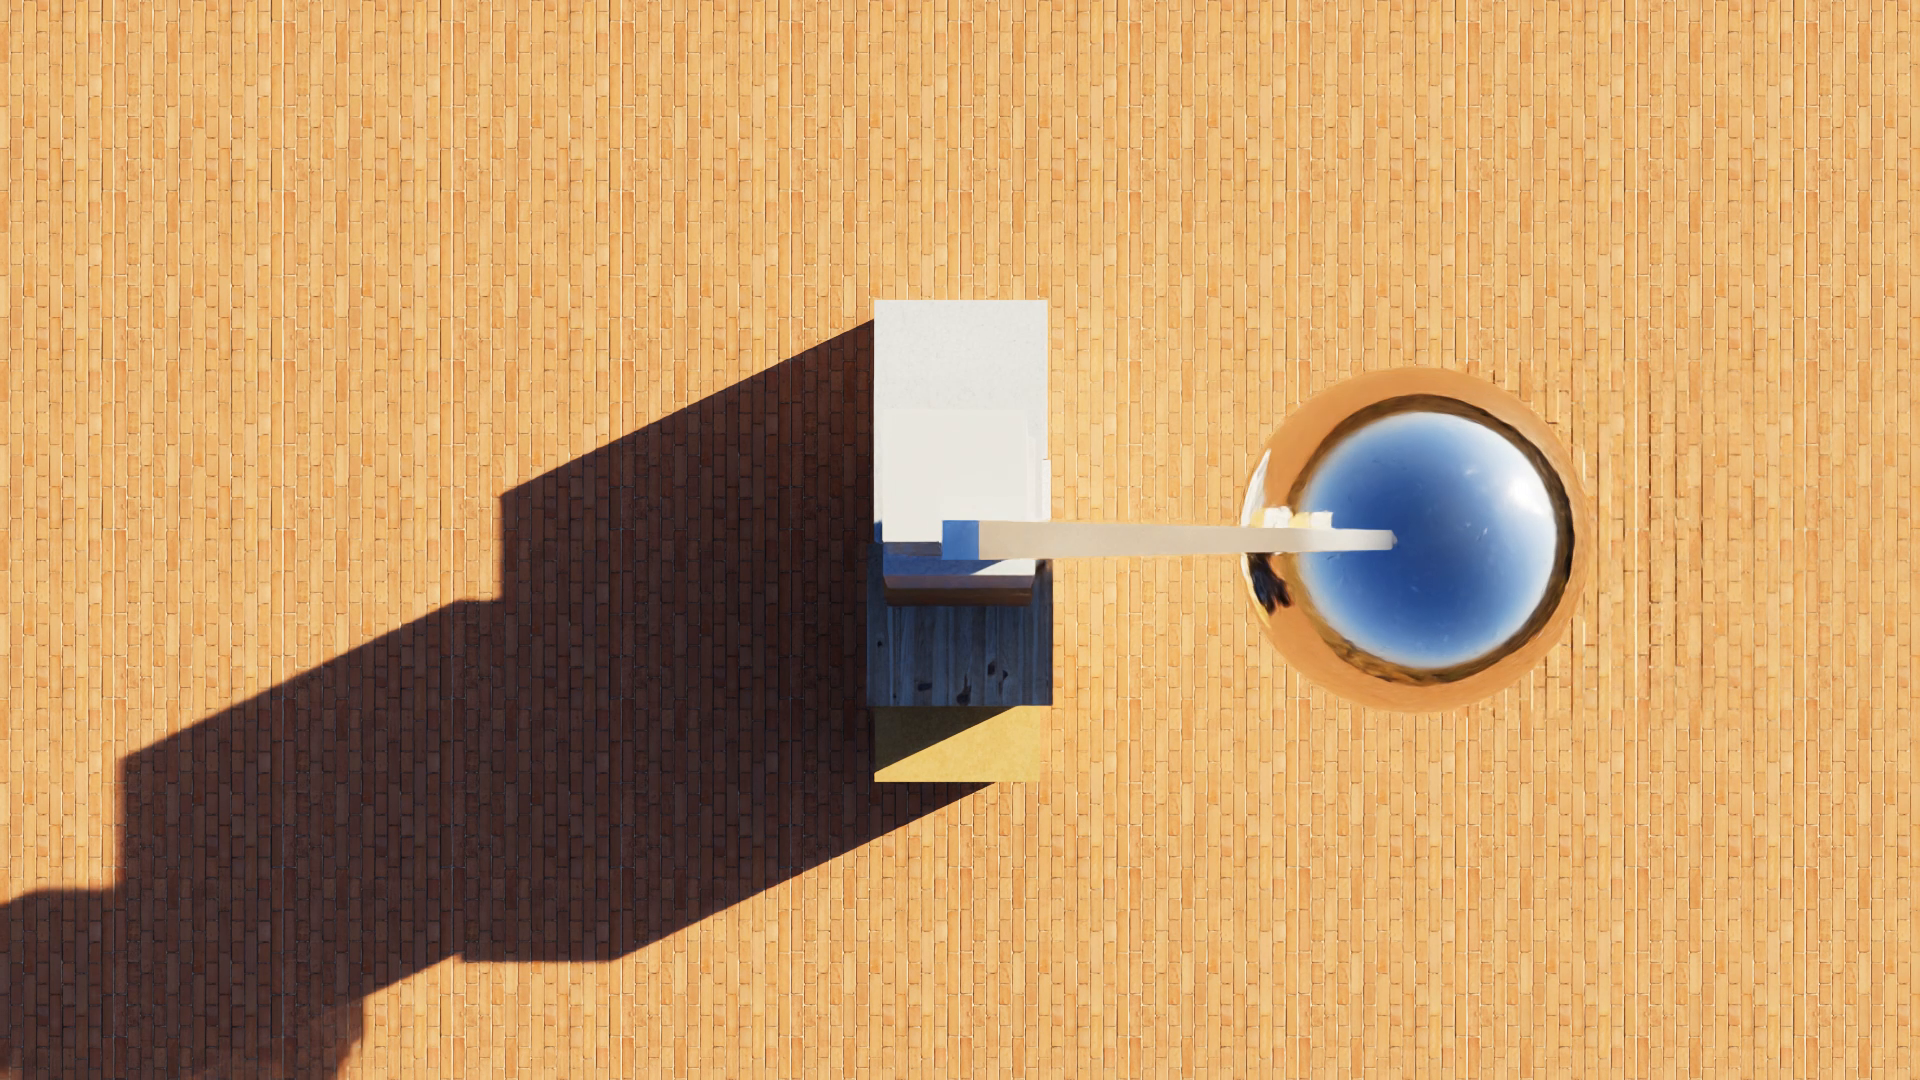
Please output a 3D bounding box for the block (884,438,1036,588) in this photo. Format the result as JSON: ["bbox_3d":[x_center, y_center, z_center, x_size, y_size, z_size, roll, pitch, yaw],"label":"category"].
[{"bbox_3d":[-0.003,-0.115,10.112,0.675,0.642,0.621,0,83,0],"label":"block"}]

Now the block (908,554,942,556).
[{"bbox_3d":[0.005,-0.181,9.543,0.461,0.504,0.455,0,83,0],"label":"block"}]

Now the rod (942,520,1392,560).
[{"bbox_3d":[0.899,0.000,6.920,0.080,5.200,0.080,0,90,20],"label":"rod"}]

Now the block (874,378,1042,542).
[{"bbox_3d":[-0.009,-0.415,11.701,0.868,0.746,0.847,0,90,0],"label":"block"}]

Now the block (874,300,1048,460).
[{"bbox_3d":[0.005,-0.888,12.585,0.957,0.830,0.877,0,90,0],"label":"block"}]

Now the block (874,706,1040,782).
[{"bbox_3d":[-0.014,0.914,12.539,0.908,0.921,0.826,0,90,0],"label":"block"}]

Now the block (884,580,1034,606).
[{"bbox_3d":[-0.007,-0.039,10.770,0.708,0.681,0.677,0,83,0],"label":"block"}]

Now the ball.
[{"bbox_3d":[2.074,0.000,10.111,1.600,1.600,1.600,0,90,0],"label":"ball"}]

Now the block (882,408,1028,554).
[{"bbox_3d":[-0.020,-0.234,9.055,0.578,0.477,0.536,0,83,0],"label":"block"}]

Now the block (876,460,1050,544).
[{"bbox_3d":[0.018,0.025,12.537,0.959,0.926,0.930,0,90,0],"label":"block"}]

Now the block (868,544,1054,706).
[{"bbox_3d":[0.001,0.428,11.590,0.939,0.968,0.821,0,90,0],"label":"block"}]
